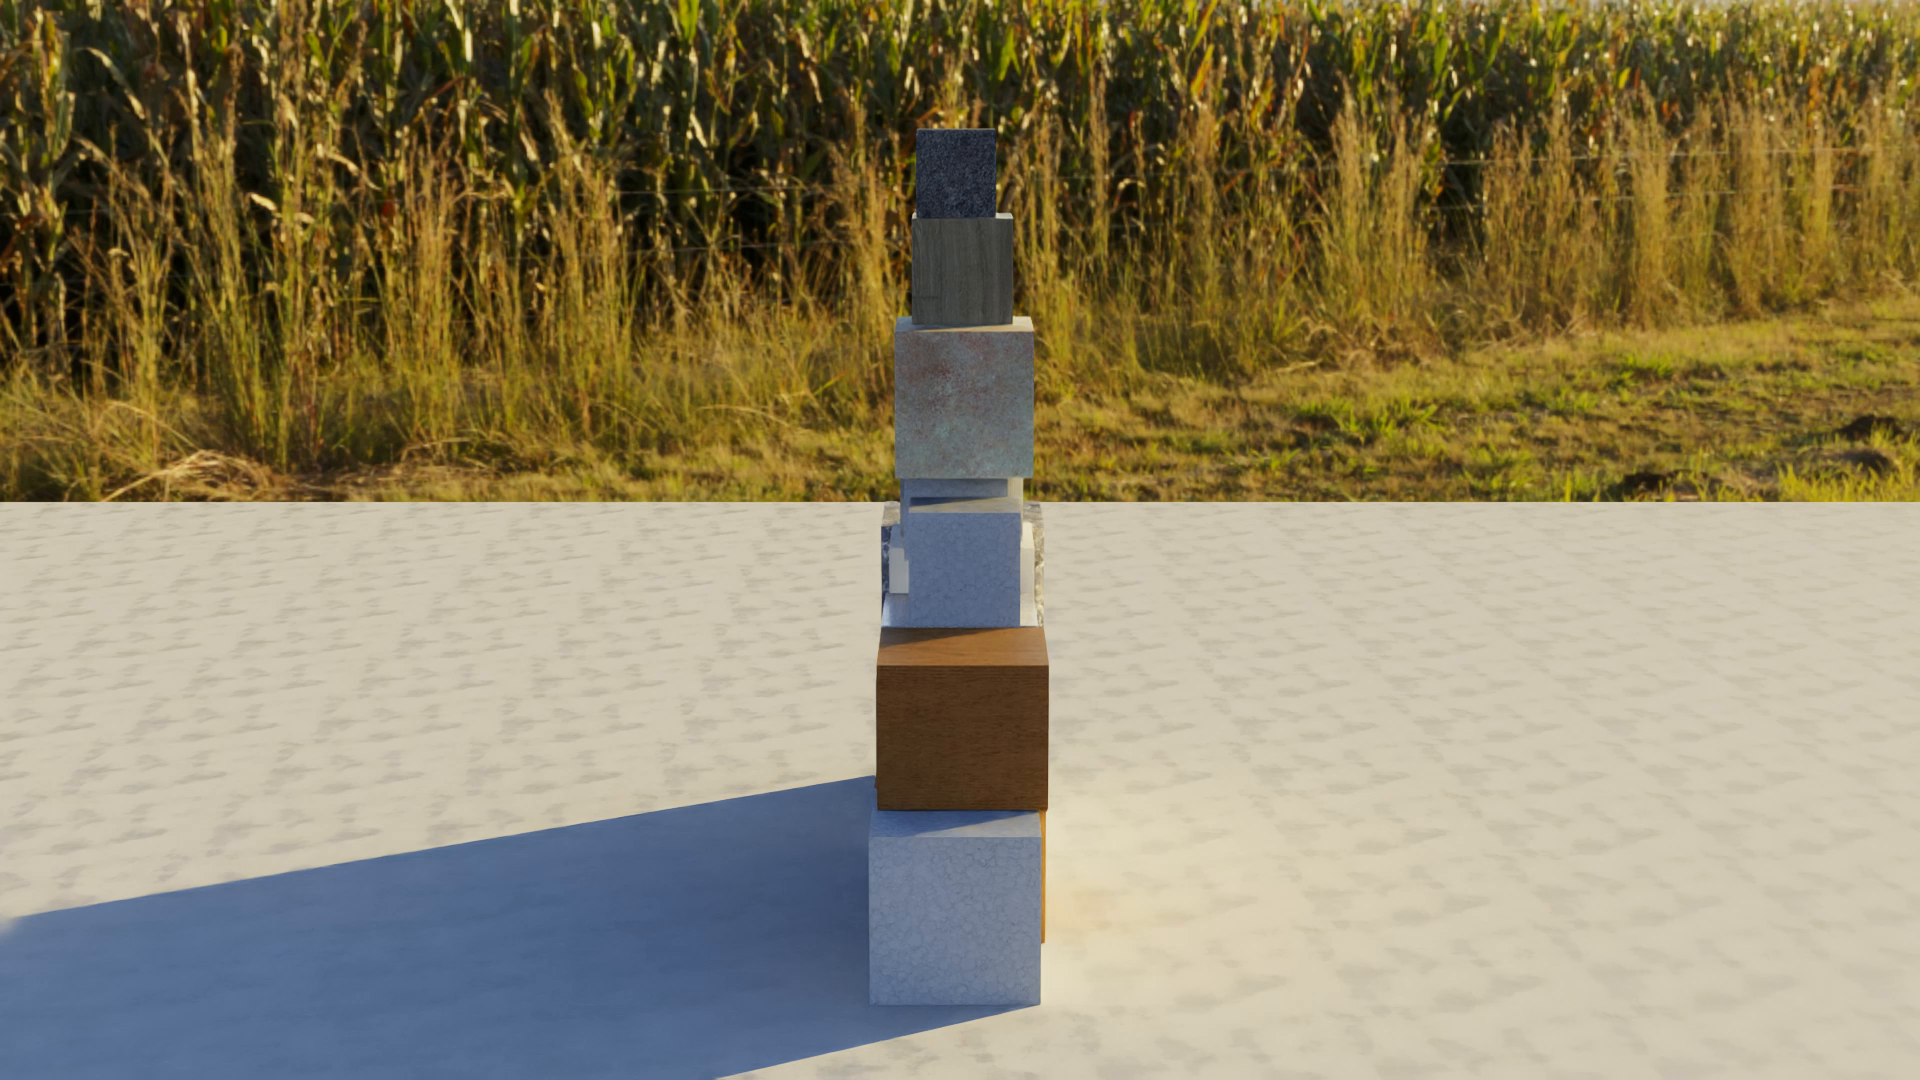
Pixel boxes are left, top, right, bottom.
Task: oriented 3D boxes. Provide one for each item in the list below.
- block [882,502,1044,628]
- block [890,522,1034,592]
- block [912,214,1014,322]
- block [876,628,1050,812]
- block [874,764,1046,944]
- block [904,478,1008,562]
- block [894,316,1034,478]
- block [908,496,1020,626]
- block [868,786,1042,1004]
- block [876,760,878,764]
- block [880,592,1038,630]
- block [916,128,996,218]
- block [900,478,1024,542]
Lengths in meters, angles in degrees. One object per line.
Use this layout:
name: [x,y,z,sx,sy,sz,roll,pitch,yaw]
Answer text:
block: [0.012,0.196,12.208,0.751,0.654,0.703,0,10,0]
block: [0.008,0.307,11.549,0.634,0.672,0.604,0,11,0]
block: [0.010,-1.165,10.947,0.424,0.434,0.465,0,10,0]
block: [0.011,0.709,10.275,0.668,0.586,0.632,0,11,0]
block: [0.002,1.251,10.806,0.694,0.672,0.761,0,10,0]
block: [-0.018,-0.142,11.066,0.439,0.395,0.429,0,11,0]
block: [0.017,-0.609,10.836,0.572,0.611,0.568,0,11,0]
block: [0.019,0.086,10.693,0.458,0.473,0.387,0,11,0]
block: [-0.018,1.386,10.082,0.653,0.665,0.693,0,10,0]
block: [-0.011,0.956,12.082,0.742,0.797,0.766,0,10,0]
block: [-0.002,0.584,10.939,0.646,0.593,0.686,0,10,0]
block: [-0.016,-1.557,10.878,0.333,0.363,0.327,0,10,0]
block: [0.007,-0.263,11.544,0.541,0.447,0.537,0,11,0]
